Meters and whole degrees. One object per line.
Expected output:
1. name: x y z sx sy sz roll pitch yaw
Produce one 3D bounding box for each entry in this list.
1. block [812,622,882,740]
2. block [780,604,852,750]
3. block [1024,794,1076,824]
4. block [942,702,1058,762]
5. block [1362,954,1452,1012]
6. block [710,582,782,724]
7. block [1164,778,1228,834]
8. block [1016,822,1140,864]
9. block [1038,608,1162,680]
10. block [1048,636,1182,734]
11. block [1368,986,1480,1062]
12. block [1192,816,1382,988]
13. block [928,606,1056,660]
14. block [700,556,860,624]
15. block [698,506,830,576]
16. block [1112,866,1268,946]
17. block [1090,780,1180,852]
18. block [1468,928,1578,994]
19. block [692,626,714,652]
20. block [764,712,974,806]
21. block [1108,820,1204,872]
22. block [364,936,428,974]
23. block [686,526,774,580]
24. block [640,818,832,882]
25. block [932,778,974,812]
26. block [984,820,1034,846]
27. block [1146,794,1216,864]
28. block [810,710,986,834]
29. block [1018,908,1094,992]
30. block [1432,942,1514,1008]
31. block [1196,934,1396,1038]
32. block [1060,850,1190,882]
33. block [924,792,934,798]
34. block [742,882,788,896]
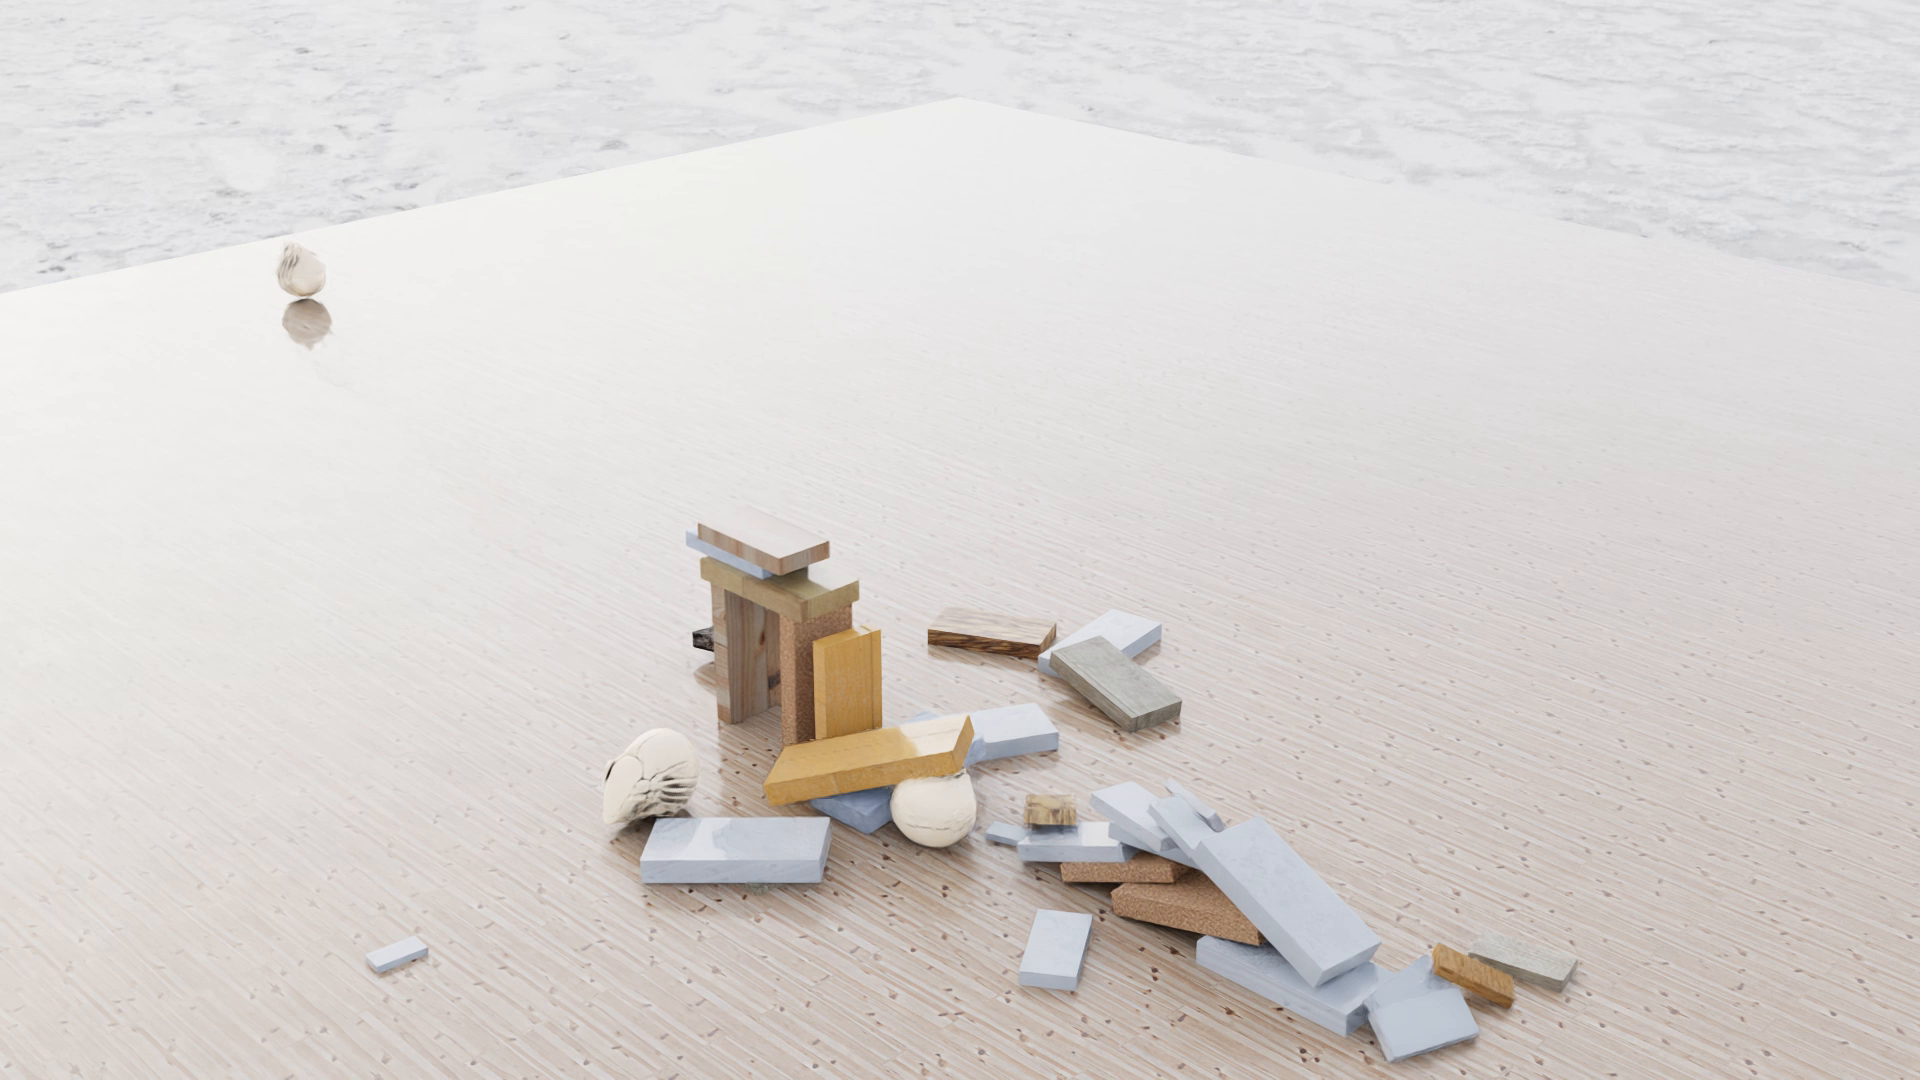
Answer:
1. block: -0.234 0.330 4.614 0.144 0.289 0.041 -17 28 -35
2. block: -0.303 0.286 4.669 0.163 0.326 0.046 -21 32 -41
3. block: 0.180 0.535 4.368 0.103 0.029 0.205 1 1 3
4. block: 0.051 0.419 4.721 0.289 0.041 0.144 -7 24 -17
5. block: 0.781 0.791 3.807 0.174 0.025 0.087 -22 65 -42
6. block: -0.460 0.225 4.813 0.163 0.326 0.046 -21 31 -41
7. block: 0.446 0.506 4.137 0.021 0.072 0.145 -43 36 -9
8. block: 0.242 0.582 4.243 0.238 0.034 0.119 -5 14 35
9. block: 0.328 0.249 5.124 0.138 0.039 0.318 16 28 33
10. block: 0.344 0.319 4.896 0.144 0.041 0.289 -16 37 -33
11. block: 0.787 0.822 3.735 0.174 0.025 0.087 -10 60 -23
12. block: 0.580 0.639 3.915 0.162 0.046 0.324 -15 49 -40
13. block: 0.076 0.219 5.196 0.275 0.039 0.138 8 24 17
14. block: -0.385 0.083 4.671 0.326 0.046 0.163 21 31 41
15. block: -0.418 -0.001 4.667 0.138 0.039 0.275 -21 30 -40
16. block: 0.458 0.664 4.050 0.324 0.046 0.162 4 20 42
17. block: 0.349 0.520 4.138 0.103 0.029 0.205 -11 26 -35
18. block: 1.010 0.755 3.950 0.174 0.025 0.087 14 27 30
19. block: -0.485 0.217 5.141 0.128 0.036 0.256 10 17 43
20. block: -0.182 0.442 4.435 0.402 0.049 0.172 -12 18 16
21. block: 0.411 0.559 4.137 0.238 0.034 0.119 16 24 28
22. block: -1.019 0.749 3.977 0.099 0.014 0.050 -18 29 -36
23. block: -0.459 0.013 4.730 0.256 0.036 0.128 21 31 41
24. block: -0.431 0.600 4.259 0.344 0.049 0.172 -1 21 4
25. block: -0.023 0.514 4.501 0.049 0.014 0.098 -25 43 -31
26. block: 0.104 0.586 4.363 0.099 0.014 0.050 11 25 23
27. block: 0.418 0.532 4.055 0.072 0.021 0.145 -12 43 -35
28. block: -0.127 0.473 4.518 0.172 0.049 0.344 19 38 41
29. block: 0.175 0.740 3.979 0.103 0.029 0.205 5 23 11
30. block: 0.901 0.764 3.862 0.145 0.021 0.072 25 25 -1
31. block: 0.598 0.762 3.905 0.324 0.046 0.162 21 31 40
32. block: 0.323 0.611 4.183 0.238 0.034 0.119 -5 13 33
33. block: -0.076 0.503 4.558 0.049 0.014 0.098 -11 26 -25
34. block: -0.363 0.649 4.213 0.099 0.014 0.049 -18 29 -36
